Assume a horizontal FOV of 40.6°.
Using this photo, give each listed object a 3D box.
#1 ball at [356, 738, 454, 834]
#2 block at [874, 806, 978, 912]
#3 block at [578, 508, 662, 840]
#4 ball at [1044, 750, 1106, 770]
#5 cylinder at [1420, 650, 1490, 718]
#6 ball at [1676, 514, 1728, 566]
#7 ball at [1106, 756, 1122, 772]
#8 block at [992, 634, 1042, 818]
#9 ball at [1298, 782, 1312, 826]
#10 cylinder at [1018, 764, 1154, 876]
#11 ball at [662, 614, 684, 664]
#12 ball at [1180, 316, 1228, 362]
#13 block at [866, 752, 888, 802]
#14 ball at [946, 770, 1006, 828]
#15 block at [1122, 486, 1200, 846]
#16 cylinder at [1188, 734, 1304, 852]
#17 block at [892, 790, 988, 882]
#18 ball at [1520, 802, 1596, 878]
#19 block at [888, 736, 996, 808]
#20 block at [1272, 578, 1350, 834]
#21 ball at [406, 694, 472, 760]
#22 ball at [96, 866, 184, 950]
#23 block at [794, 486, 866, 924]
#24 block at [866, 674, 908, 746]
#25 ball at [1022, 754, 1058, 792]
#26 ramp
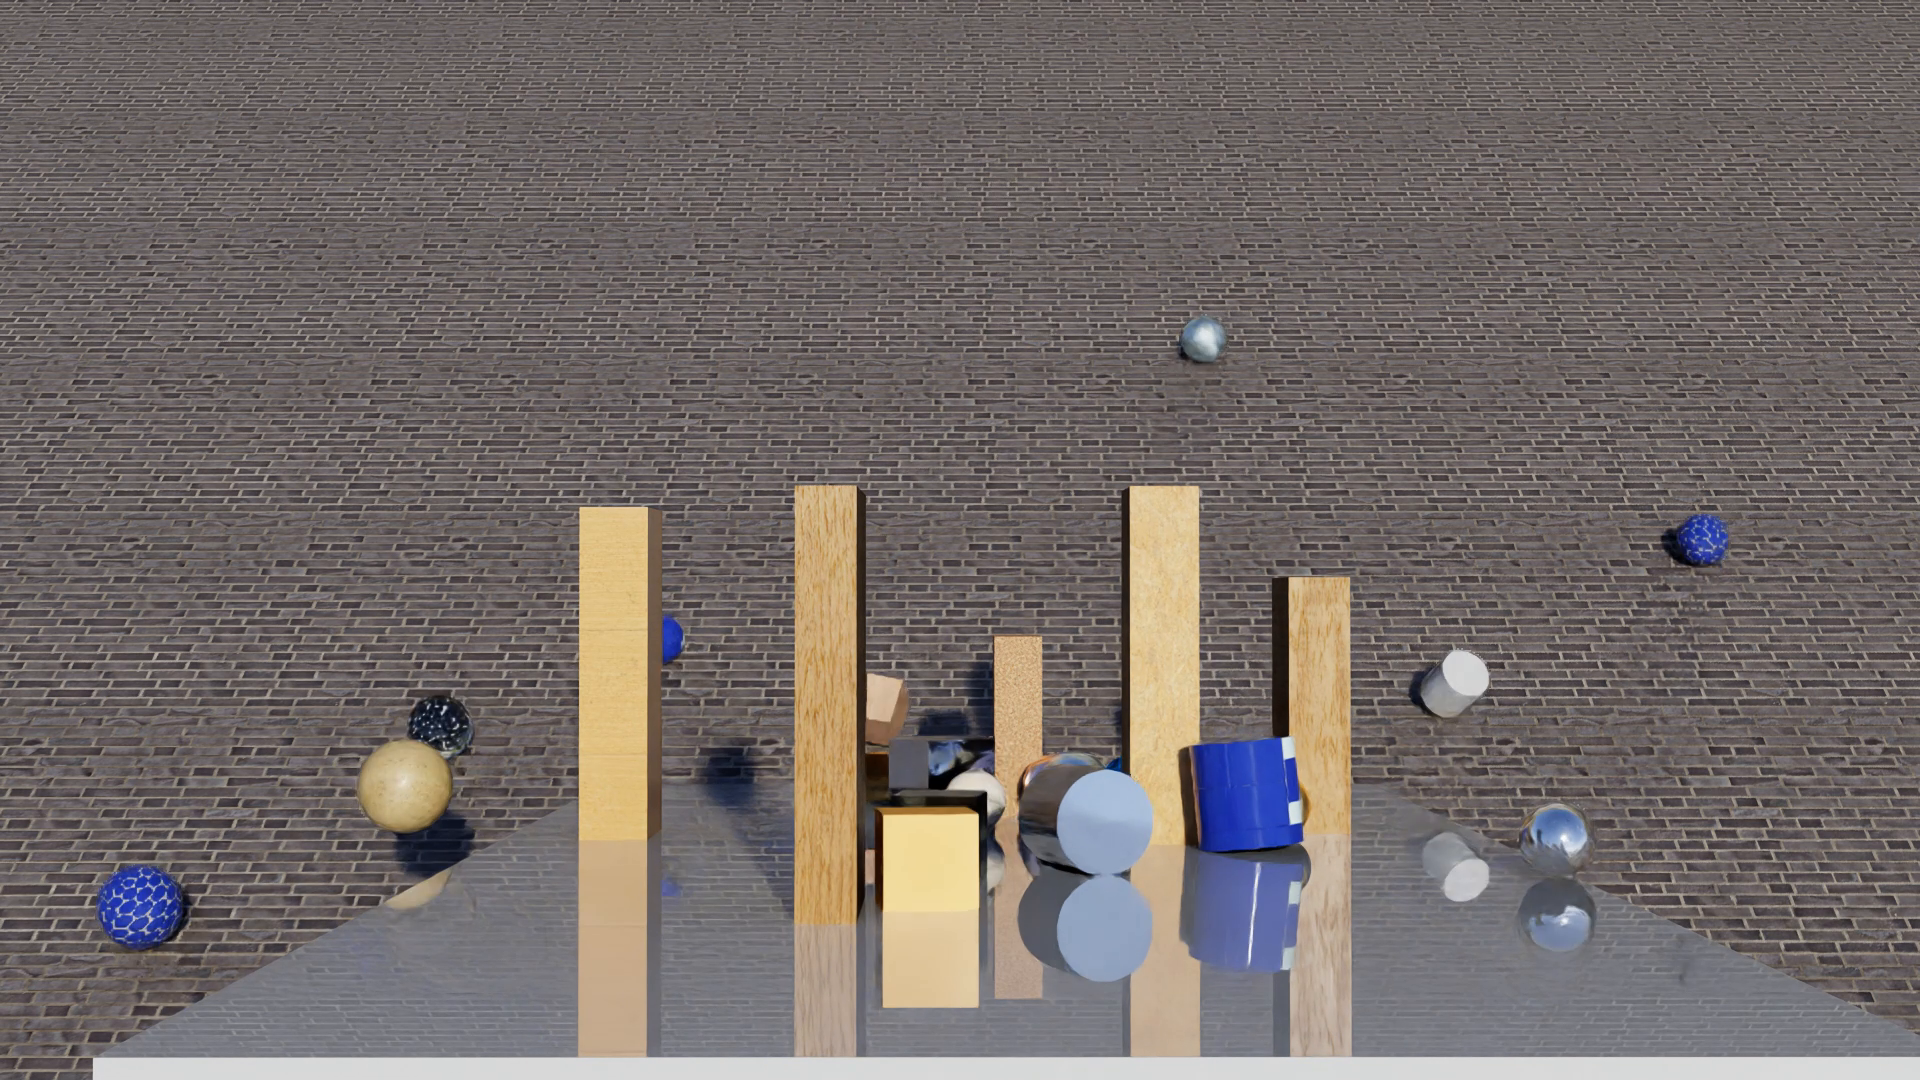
[{"bbox_3d":[-1.195,0.530,5.592,0.204,0.204,0.204,0,33,0],"label":"ball"},{"bbox_3d":[-0.054,0.506,4.126,0.150,0.150,0.150,0,-1,-7],"label":"block"},{"bbox_3d":[-0.699,0.272,5.354,0.137,0.671,0.254,0,-1,0],"label":"block"},{"bbox_3d":[0.245,0.529,5.544,0.156,0.156,0.156,0,33,0],"label":"ball"},{"bbox_3d":[1.351,0.394,7.092,0.138,0.138,0.138,9,59,-15],"label":"cylinder"},{"bbox_3d":[2.217,0.001,7.746,0.151,0.151,0.151,0,33,0],"label":"ball"},{"bbox_3d":[0.383,0.543,5.723,0.144,0.144,0.144,0,33,0],"label":"ball"},{"bbox_3d":[0.130,0.418,5.906,0.106,0.401,0.294,0,-1,0],"label":"block"},{"bbox_3d":[0.655,0.543,5.303,0.126,0.126,0.126,0,33,0],"label":"ball"},{"bbox_3d":[0.224,0.499,4.645,0.186,0.186,0.186,-14,4,-20],"label":"cylinder"},{"bbox_3d":[-0.849,0.281,7.332,0.140,0.140,0.140,0,33,0],"label":"ball"},{"bbox_3d":[0.825,-0.678,8.774,0.155,0.155,0.155,0,33,0],"label":"ball"},{"bbox_3d":[-0.157,0.569,6.244,0.113,0.113,0.113,0,-1,16],"label":"block"},{"bbox_3d":[0.031,0.543,5.404,0.130,0.130,0.130,0,33,0],"label":"ball"},{"bbox_3d":[0.404,0.250,5.258,0.137,0.708,0.267,0,-1,0],"label":"block"},{"bbox_3d":[0.555,0.489,5.027,0.204,0.204,0.204,-5,-3,0],"label":"cylinder"},{"bbox_3d":[-0.034,0.516,4.529,0.147,0.147,0.147,0,-1,8],"label":"block"},{"bbox_3d":[1.045,0.524,4.539,0.132,0.132,0.132,0,33,0],"label":"ball"},{"bbox_3d":[-0.041,0.529,5.781,0.174,0.174,0.174,1,-1,-31],"label":"block"},{"bbox_3d":[0.744,0.345,5.509,0.127,0.530,0.288,0,-1,0],"label":"block"},{"bbox_3d":[-1.396,0.503,6.962,0.175,0.175,0.175,0,33,0],"label":"ball"},{"bbox_3d":[-2.002,0.898,6.338,0.202,0.202,0.202,0,33,0],"label":"ball"},{"bbox_3d":[-0.202,0.251,4.093,0.093,0.658,0.394,0,-1,0],"label":"block"},{"bbox_3d":[-0.228,0.456,6.993,0.134,0.134,0.134,10,58,12],"label":"block"},{"bbox_3d":[0.208,0.541,5.689,0.145,0.145,0.145,0,33,0],"label":"ball"},{"bbox_3d":[0.074,0.644,4.768,2.000,0.100,4.000,0,-1,0],"label":"ramp"}]
